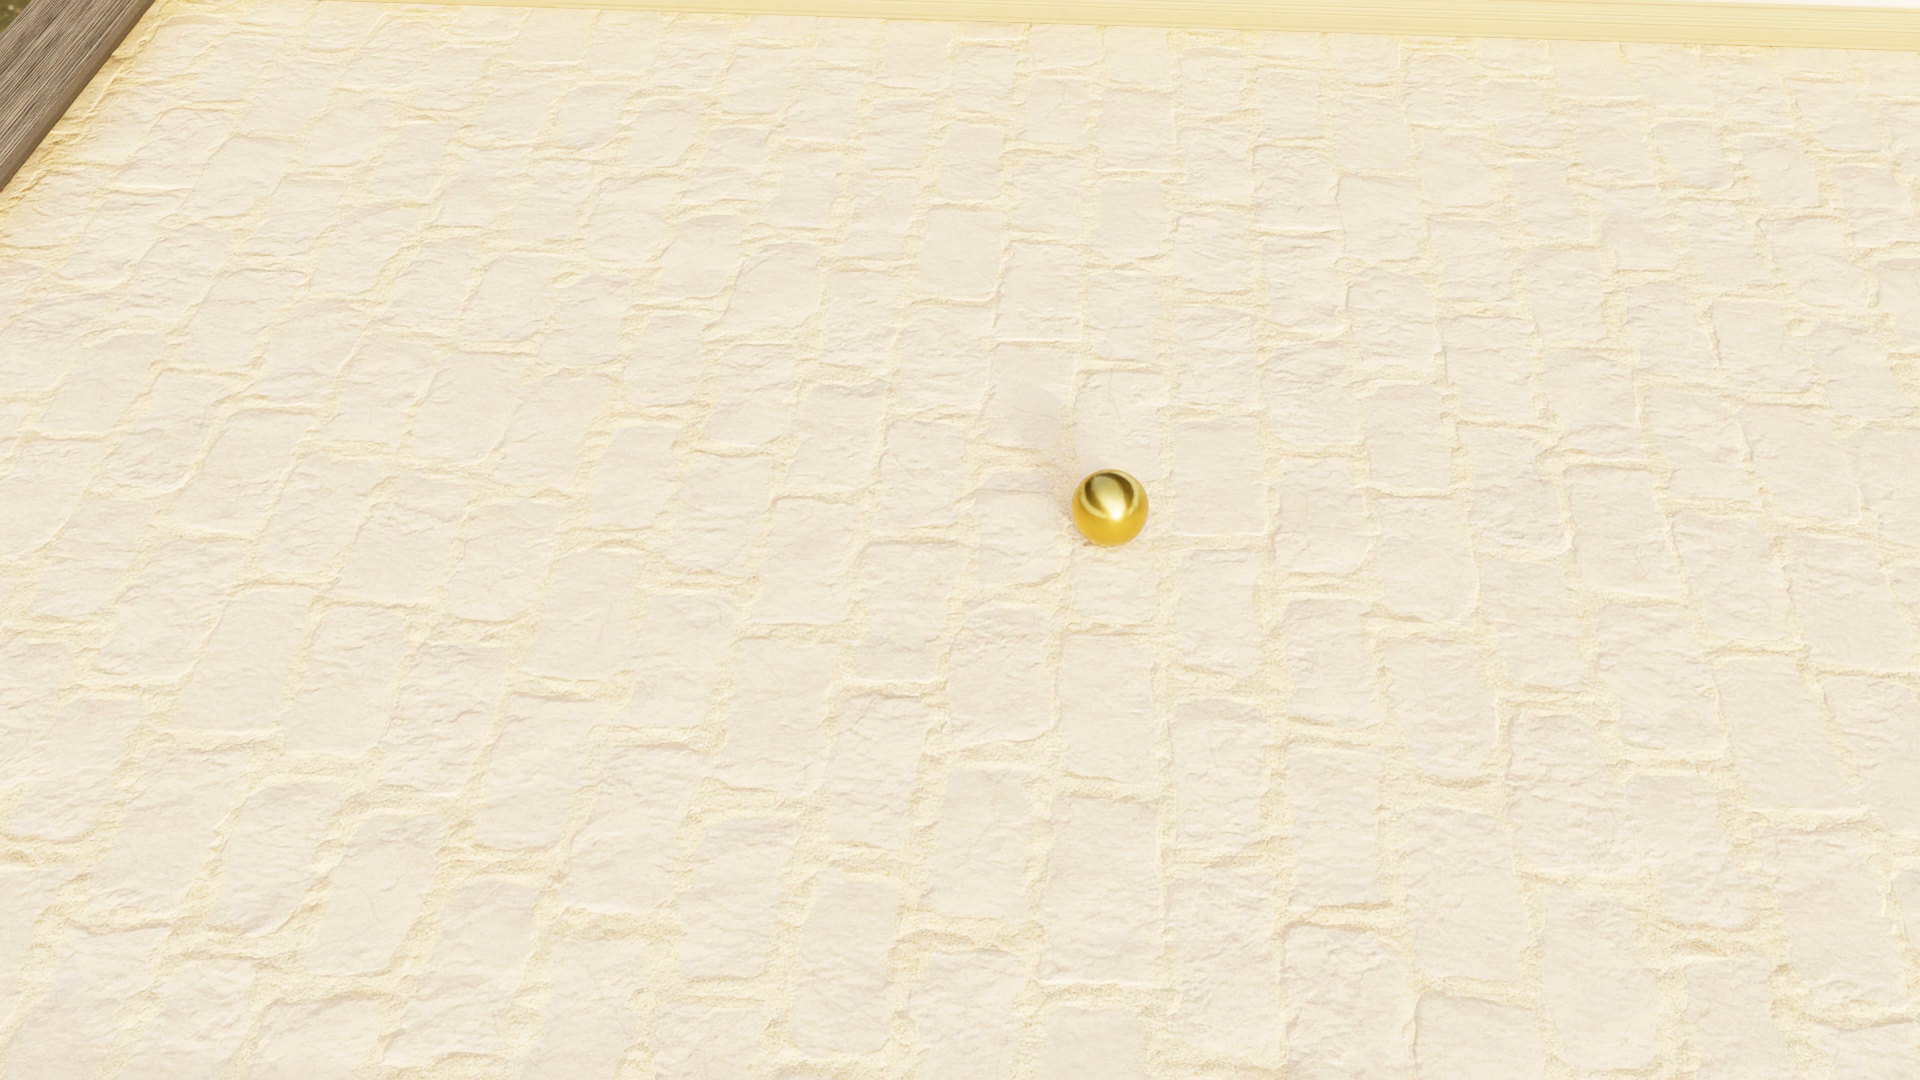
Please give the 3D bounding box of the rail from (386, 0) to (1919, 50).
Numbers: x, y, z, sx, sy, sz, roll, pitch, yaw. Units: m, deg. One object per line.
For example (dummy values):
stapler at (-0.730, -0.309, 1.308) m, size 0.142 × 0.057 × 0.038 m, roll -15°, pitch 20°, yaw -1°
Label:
rail at (0.947, -0.506, 2.422) m, size 3.523 × 0.116 × 0.045 m, roll 3°, pitch 36°, yaw 4°

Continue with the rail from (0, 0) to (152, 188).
rail at (-0.855, -0.060, 1.798) m, size 0.045 × 0.116 × 1.851 m, roll 3°, pitch 36°, yaw 4°

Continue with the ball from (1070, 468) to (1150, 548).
ball at (0.105, -0.023, 1.799) m, size 0.055 × 0.055 × 0.055 m, roll 0°, pitch 36°, yaw 0°
